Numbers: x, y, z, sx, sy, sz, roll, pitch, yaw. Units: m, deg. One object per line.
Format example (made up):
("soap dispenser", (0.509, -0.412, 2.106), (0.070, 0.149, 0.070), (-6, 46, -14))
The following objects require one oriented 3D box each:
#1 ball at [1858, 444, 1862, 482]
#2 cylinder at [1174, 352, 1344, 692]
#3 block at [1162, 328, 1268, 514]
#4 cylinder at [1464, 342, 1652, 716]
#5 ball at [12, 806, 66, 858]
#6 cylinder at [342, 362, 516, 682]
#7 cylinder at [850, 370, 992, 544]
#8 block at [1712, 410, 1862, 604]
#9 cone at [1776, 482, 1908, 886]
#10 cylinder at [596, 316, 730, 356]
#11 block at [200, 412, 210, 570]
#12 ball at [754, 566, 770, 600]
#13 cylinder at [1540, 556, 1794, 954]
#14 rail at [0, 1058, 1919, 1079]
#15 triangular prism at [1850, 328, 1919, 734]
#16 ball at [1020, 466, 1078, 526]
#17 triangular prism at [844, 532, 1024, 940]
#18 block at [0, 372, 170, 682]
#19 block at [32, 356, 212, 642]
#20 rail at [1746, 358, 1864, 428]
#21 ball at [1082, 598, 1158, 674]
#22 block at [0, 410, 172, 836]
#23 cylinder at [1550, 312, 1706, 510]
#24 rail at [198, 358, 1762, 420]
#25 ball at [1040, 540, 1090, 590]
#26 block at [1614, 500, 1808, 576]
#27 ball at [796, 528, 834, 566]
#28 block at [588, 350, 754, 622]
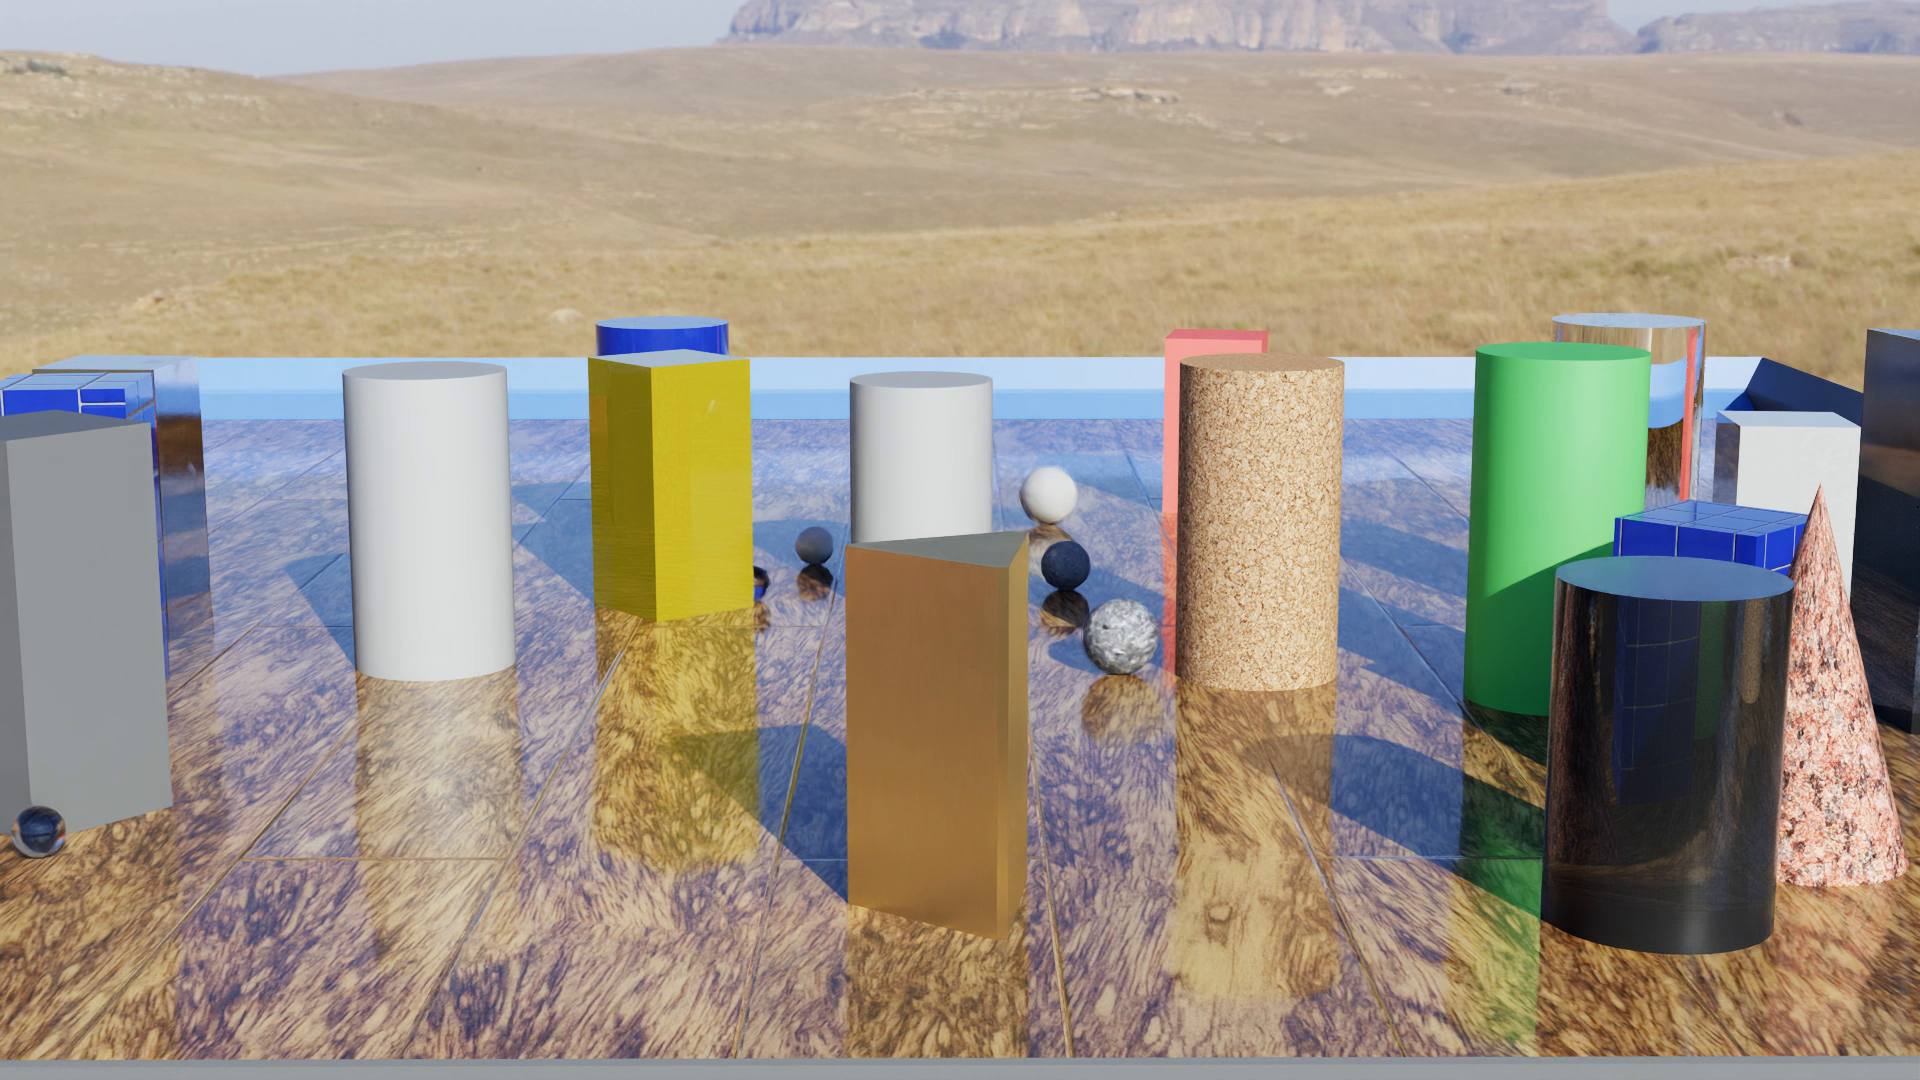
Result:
("ball", (1.577, -0.149, 4.516), (0.098, 0.098, 0.098), (0, 11, 0))
("cylinder", (0.359, -0.026, 3.081), (0.195, 0.378, 0.195), (0, 11, 0))
("block", (0.424, -0.198, 4.255), (0.156, 0.287, 0.156), (2, 11, 10))
("cylinder", (0.687, -0.016, 2.959), (0.195, 0.404, 0.195), (0, 11, 0))
("ball", (-0.856, 0.271, 2.385), (0.048, 0.048, 0.048), (0, 11, 0))
("cylinder", (-0.646, -0.027, 3.131), (0.195, 0.362, 0.195), (0, 11, 0))
("cylinder", (-0.053, -0.069, 3.517), (0.195, 0.304, 0.195), (0, 11, 0))
("block", (1.117, -0.038, 3.485), (0.156, 0.255, 0.156), (1, 11, 5))
("cone", (0.783, 0.120, 2.366), (0.195, 0.352, 0.195), (0, 11, 0))
("cylinder", (-0.438, -0.147, 3.804), (0.195, 0.352, 0.195), (0, 11, 0))
("block", (-1.173, -0.055, 3.601), (0.156, 0.247, 0.156), (4, 11, 21))
("ball", (-0.284, 0.059, 3.527), (0.048, 0.048, 0.048), (0, 11, 0))
("cylinder", (0.603, 0.179, 2.194), (0.195, 0.299, 0.195), (0, 11, 0))
("rail", (0.011, 0.376, 1.599), (3.352, 0.127, 0.045), (0, 11, 0))
("triangular prism", (1.075, -0.017, 2.890), (0.169, 0.431, 0.146), (-8, 13, -36))
("ball", (0.142, -0.070, 4.102), (0.093, 0.093, 0.093), (0, 11, 0))
("triangular prism", (0.013, 0.160, 2.239), (0.169, 0.320, 0.146), (8, 13, 36))
("block", (-1.017, 0.001, 2.961), (0.156, 0.370, 0.156), (-1, 11, -6))
("block", (-1.081, -0.056, 3.320), (0.156, 0.350, 0.156), (1, 11, 3))
("rail", (1.652, 0.031, 3.458), (0.045, 0.127, 3.810), (0, 11, 0))
("ball", (0.194, 0.116, 3.100), (0.093, 0.093, 0.093), (0, 11, 0))
("block", (-0.892, 0.078, 2.501), (0.156, 0.385, 0.156), (8, 13, 36))
("cylinder", (0.864, -0.087, 3.350), (0.195, 0.400, 0.195), (0, 11, 0))
("rail", (-0.011, -0.311, 5.299), (3.352, 0.127, 0.045), (0, 11, 0))
("ball", (0.148, 0.035, 3.597), (0.070, 0.070, 0.070), (0, 11, 0))
("block", (0.783, 0.108, 2.663), (0.156, 0.267, 0.156), (10, 14, 43))
("ball", (-0.214, 0.009, 3.774), (0.056, 0.056, 0.056), (0, 11, 0))
("block", (-0.391, -0.078, 3.469), (0.156, 0.338, 0.156), (-9, 14, -39))
